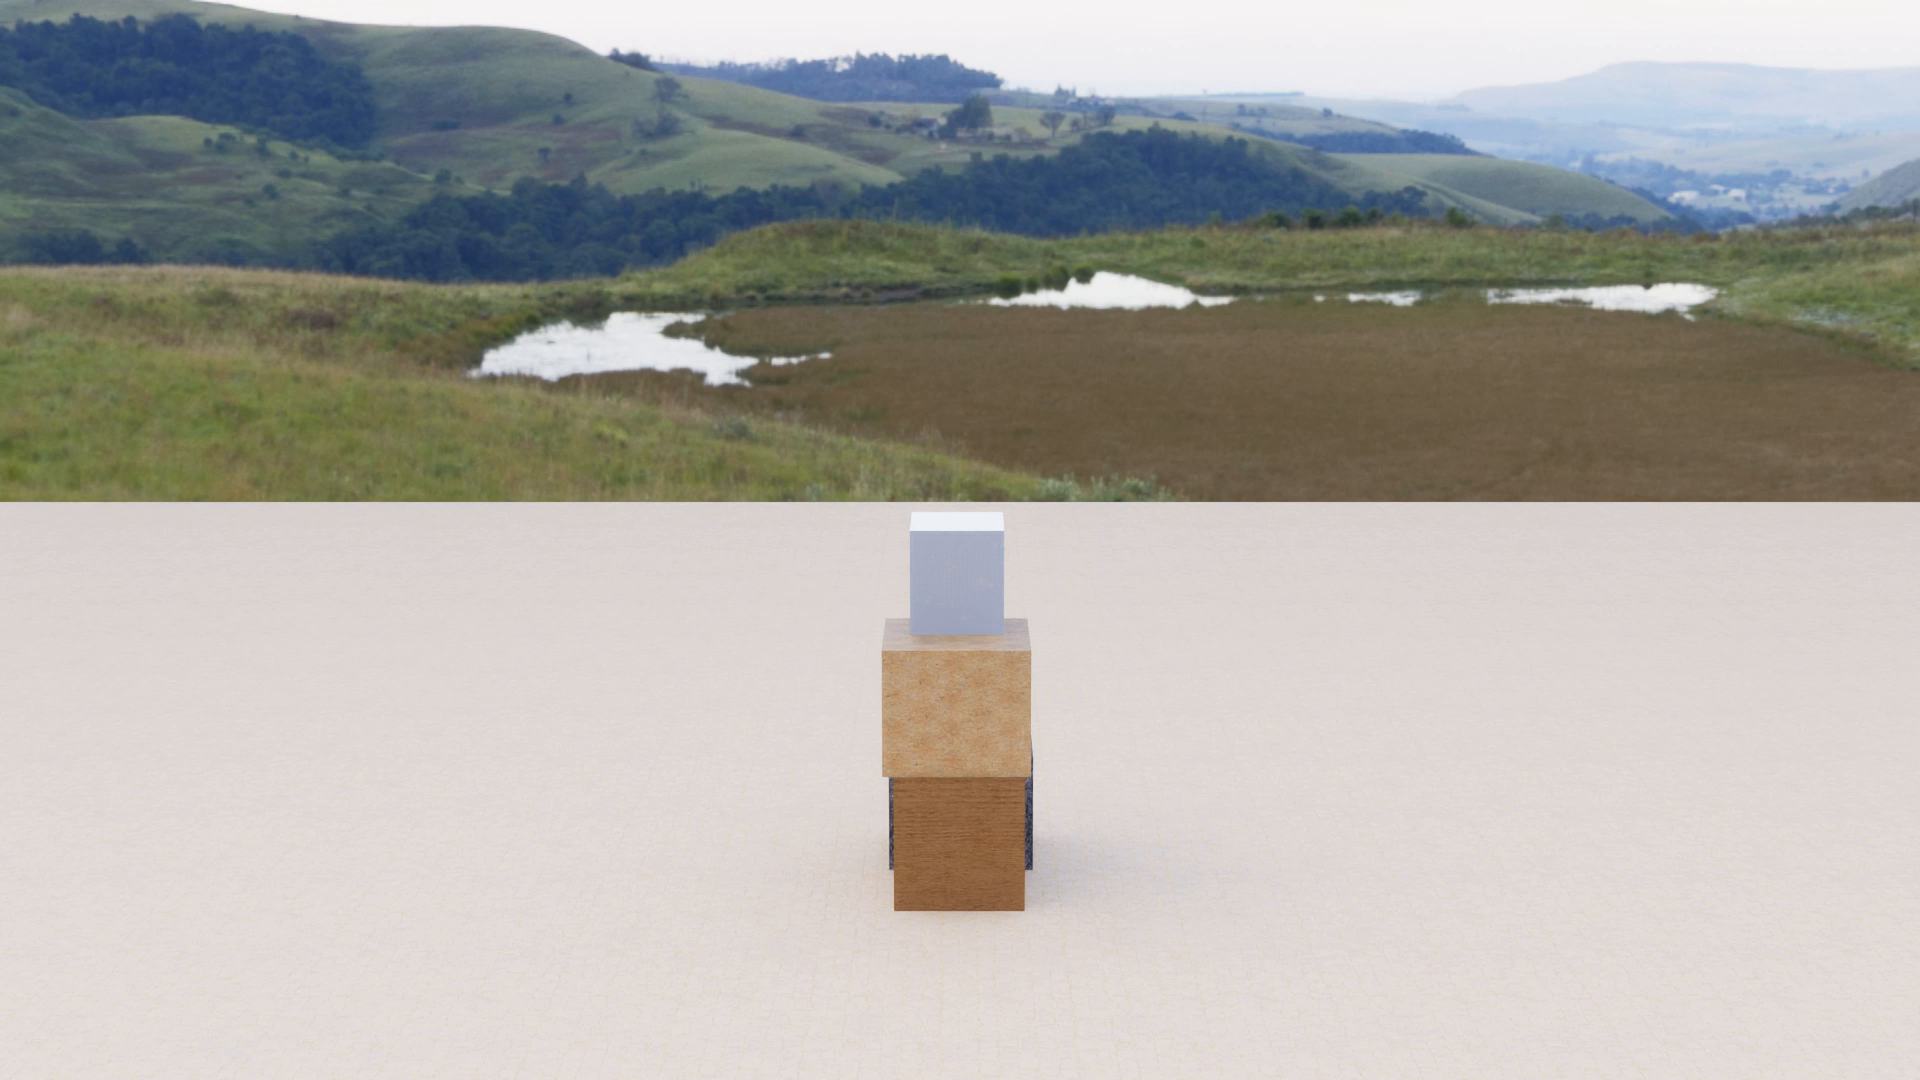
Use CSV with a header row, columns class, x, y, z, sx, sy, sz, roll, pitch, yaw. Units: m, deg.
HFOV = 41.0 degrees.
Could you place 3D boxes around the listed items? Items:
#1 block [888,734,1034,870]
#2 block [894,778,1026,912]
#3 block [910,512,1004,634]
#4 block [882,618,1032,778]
class,x,y,z,sx,sy,sz,roll,pitch,yaw
block,0.004,1.167,11.684,0.642,0.524,0.551,0,10,0
block,-0.003,1.239,11.121,0.555,0.583,0.563,0,10,0
block,-0.012,0.142,11.206,0.403,0.454,0.470,0,10,0
block,-0.015,0.673,11.079,0.627,0.547,0.646,0,10,0
